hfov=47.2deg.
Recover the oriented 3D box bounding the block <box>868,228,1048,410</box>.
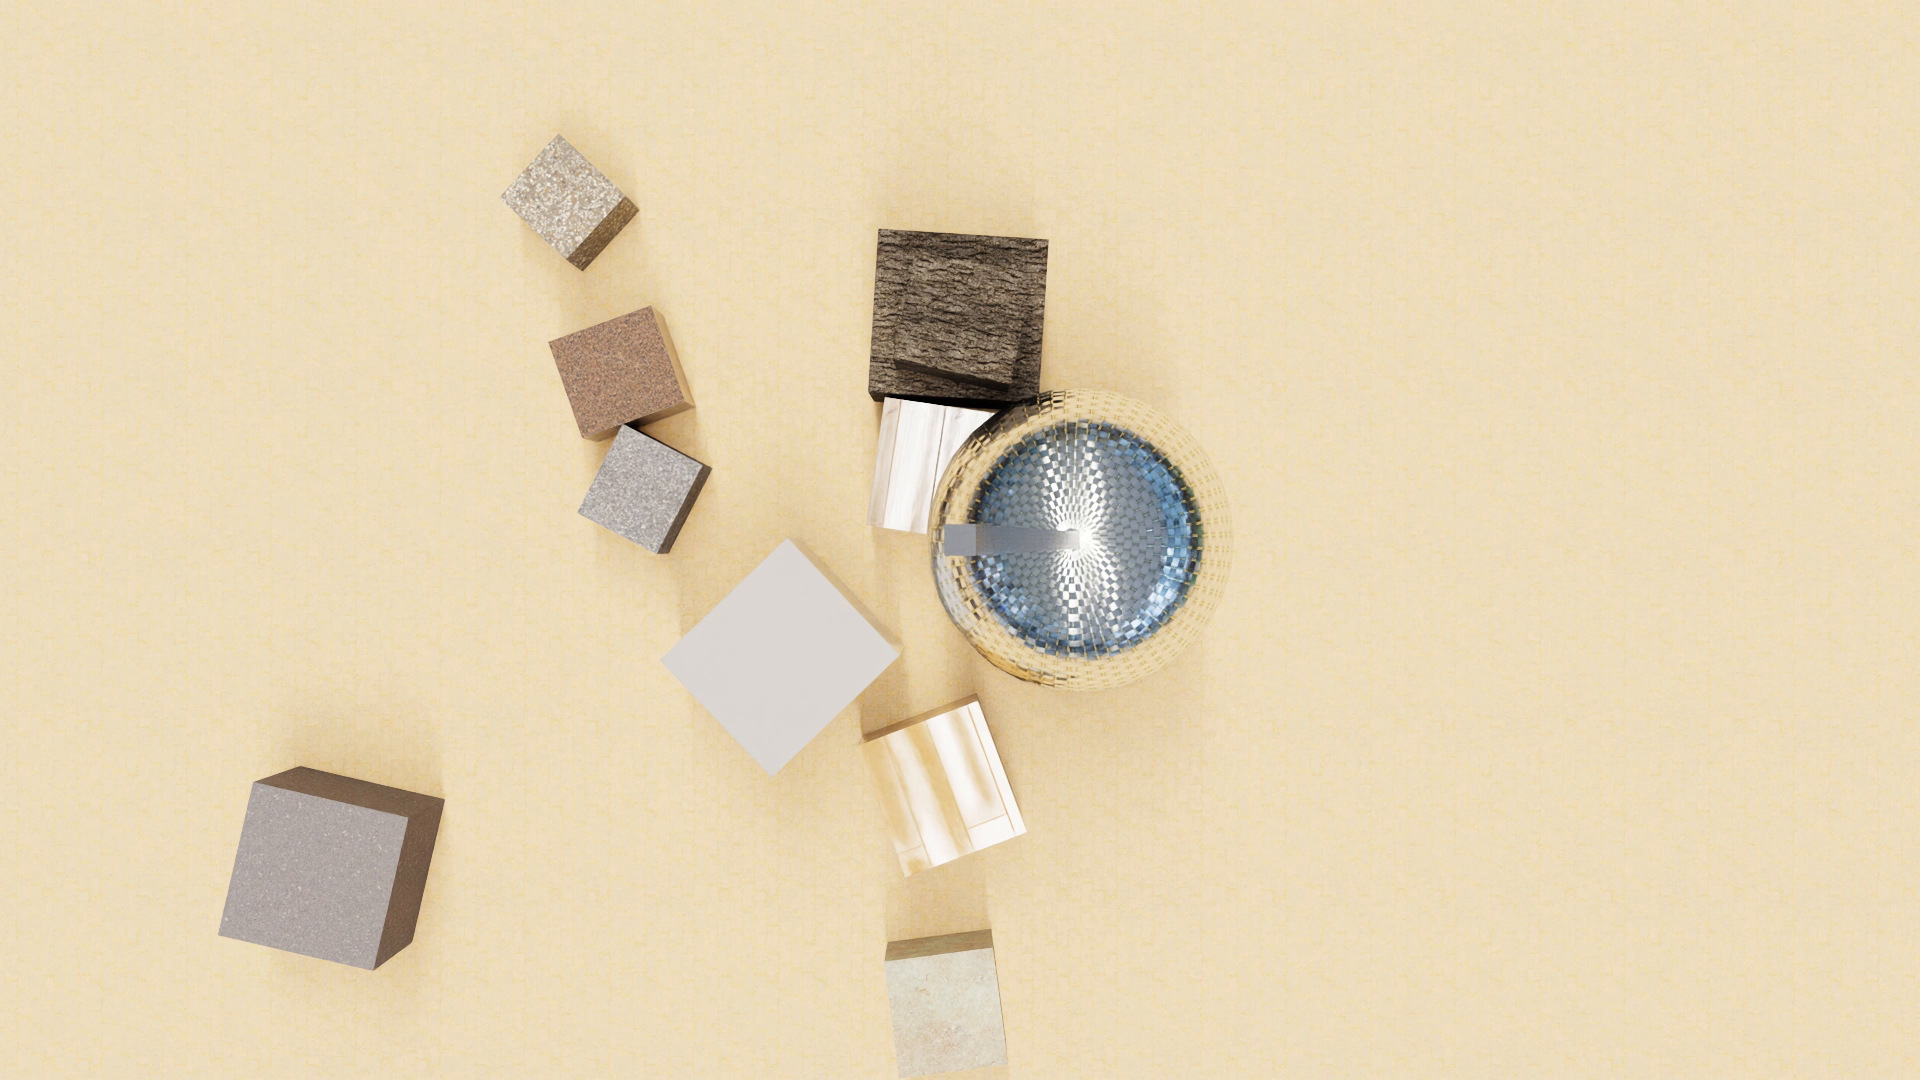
[{"bbox_3d":[-0.009,-1.238,12.563,0.944,0.875,0.902,4,90,0],"label":"block"}]

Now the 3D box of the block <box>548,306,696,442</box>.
[{"bbox_3d":[-1.948,-0.954,12.736,0.620,0.527,0.580,-20,90,0],"label":"block"}]

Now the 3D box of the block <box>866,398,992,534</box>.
[{"bbox_3d":[-0.104,-0.383,12.589,0.736,0.821,0.715,8,90,0],"label":"block"}]

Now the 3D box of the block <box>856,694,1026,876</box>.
[{"bbox_3d":[-0.103,1.397,12.664,0.725,0.672,0.784,-20,90,0],"label":"block"}]

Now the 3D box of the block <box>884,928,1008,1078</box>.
[{"bbox_3d":[-0.078,2.665,12.696,0.618,0.608,0.663,-7,90,0],"label":"block"}]

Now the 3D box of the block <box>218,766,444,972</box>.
[{"bbox_3d":[-3.570,1.857,12.567,0.881,0.867,0.869,13,90,0],"label":"block"}]

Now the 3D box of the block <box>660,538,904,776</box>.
[{"bbox_3d":[-0.983,0.641,12.489,0.964,1.022,0.885,-44,90,0],"label":"block"}]

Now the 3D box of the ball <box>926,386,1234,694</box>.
[{"bbox_3d":[0.626,0.000,11.492,1.600,1.600,1.600,0,90,0],"label":"ball"}]

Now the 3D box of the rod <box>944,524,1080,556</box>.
[{"bbox_3d":[0.271,0.000,8.110,0.080,5.200,0.080,0,90,6],"label":"rod"}]

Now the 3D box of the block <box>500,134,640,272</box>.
[{"bbox_3d":[-2.249,-1.943,12.717,0.517,0.566,0.497,43,90,0],"label":"block"}]

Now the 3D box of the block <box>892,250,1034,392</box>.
[{"bbox_3d":[0.018,-1.165,11.800,0.631,0.650,0.584,12,90,0],"label":"block"}]

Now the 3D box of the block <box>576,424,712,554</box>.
[{"bbox_3d":[-1.818,-0.289,12.737,0.509,0.526,0.568,27,90,0],"label":"block"}]
